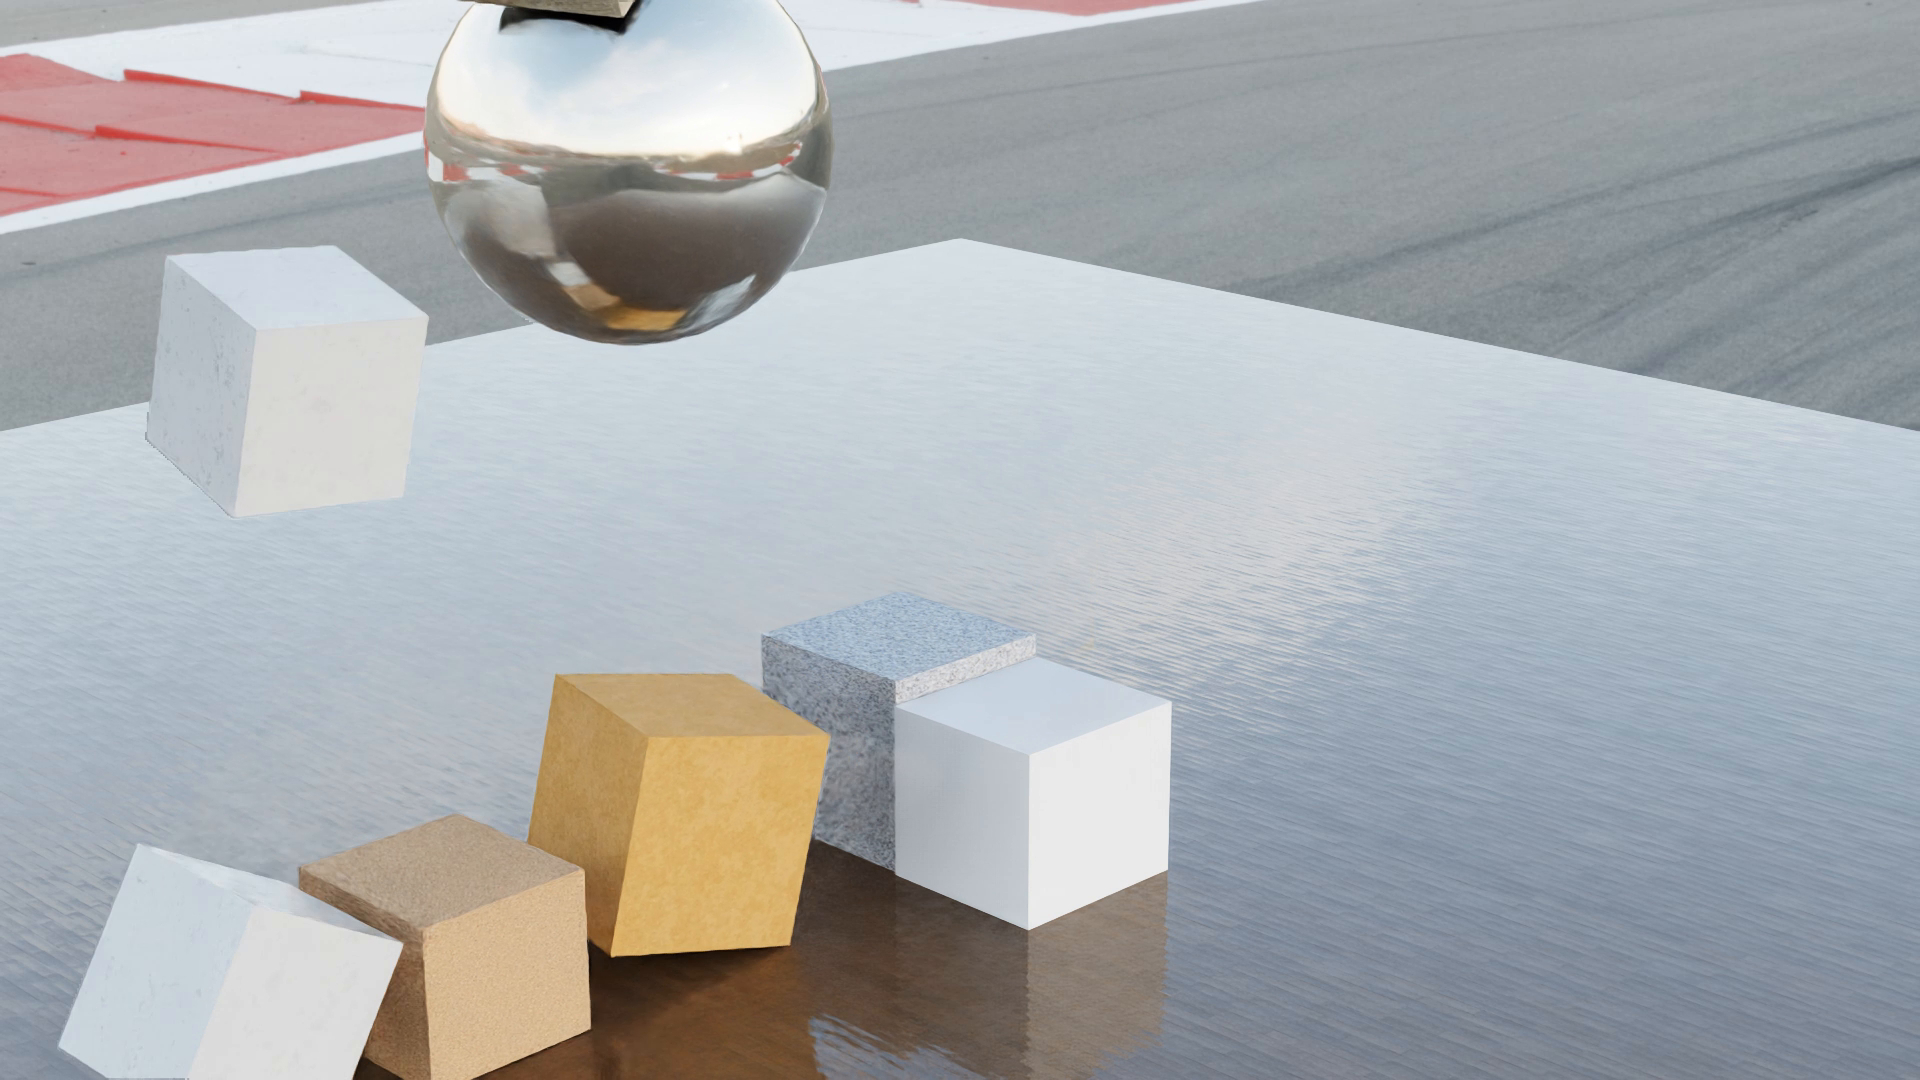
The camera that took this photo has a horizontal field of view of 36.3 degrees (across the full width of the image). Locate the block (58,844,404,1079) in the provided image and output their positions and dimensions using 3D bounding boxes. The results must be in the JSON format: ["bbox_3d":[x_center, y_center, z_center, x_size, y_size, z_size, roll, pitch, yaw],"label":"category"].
[{"bbox_3d":[-2.756,1.720,11.091,0.806,0.813,0.721,16,-6,42],"label":"block"}]

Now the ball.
[{"bbox_3d":[-1.293,-1.562,11.496,1.600,1.600,1.600,0,17,0],"label":"ball"}]

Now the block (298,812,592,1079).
[{"bbox_3d":[-2.084,1.656,11.879,0.845,0.710,0.786,16,24,42],"label":"block"}]

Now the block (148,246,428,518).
[{"bbox_3d":[-2.450,-0.591,10.662,0.680,0.719,0.689,-9,32,-40],"label":"block"}]

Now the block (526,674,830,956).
[{"bbox_3d":[-1.241,1.169,12.690,0.898,0.967,0.824,2,15,-37],"label":"block"}]

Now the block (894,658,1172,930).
[{"bbox_3d":[0.331,1.134,13.360,0.930,0.826,0.843,-17,24,-42],"label":"block"}]

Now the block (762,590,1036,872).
[{"bbox_3d":[-0.290,0.889,13.957,0.913,0.935,0.915,17,24,42],"label":"block"}]

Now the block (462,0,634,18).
[{"bbox_3d":[-1.493,-2.456,10.787,0.705,0.685,0.735,9,51,18],"label":"block"}]
